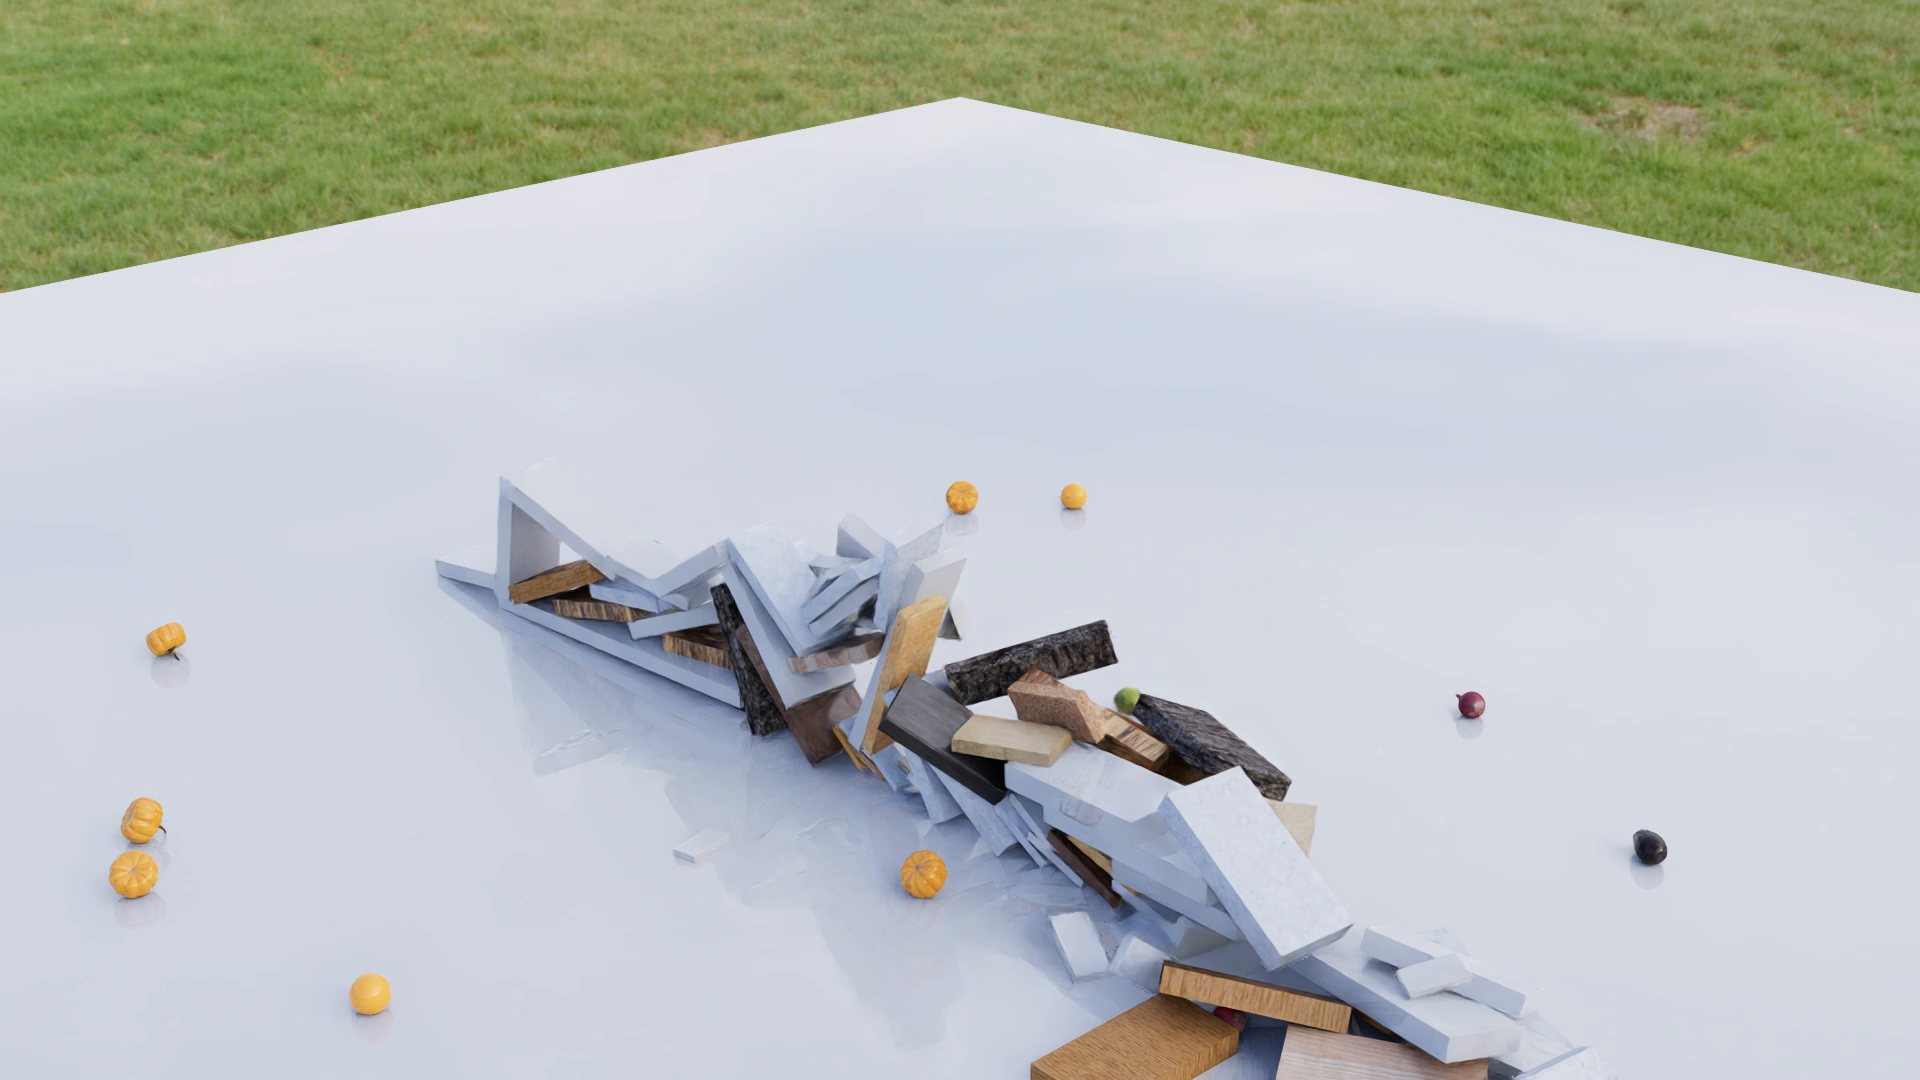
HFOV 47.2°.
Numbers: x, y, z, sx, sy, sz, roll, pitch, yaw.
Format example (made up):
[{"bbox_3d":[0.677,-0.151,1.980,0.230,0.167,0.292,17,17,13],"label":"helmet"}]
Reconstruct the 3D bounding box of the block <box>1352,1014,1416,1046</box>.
[{"bbox_3d":[0.728,0.859,3.703,0.091,0.026,0.182,-2,23,-5],"label":"block"}]

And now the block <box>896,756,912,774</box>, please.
[{"bbox_3d":[-0.072,0.484,4.543,0.111,0.016,0.055,39,39,20],"label":"block"}]

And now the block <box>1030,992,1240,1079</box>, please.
[{"bbox_3d":[0.293,0.864,3.666,0.327,0.046,0.163,-19,29,-37],"label":"block"}]

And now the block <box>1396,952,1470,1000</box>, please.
[{"bbox_3d":[0.789,0.727,3.669,0.106,0.015,0.053,-15,42,-9],"label":"block"}]

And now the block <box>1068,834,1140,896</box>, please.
[{"bbox_3d":[0.303,0.591,4.154,0.096,0.027,0.193,-17,40,-36],"label":"block"}]

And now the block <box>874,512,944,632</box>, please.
[{"bbox_3d":[-0.103,0.065,4.355,0.121,0.243,0.034,-31,58,-34],"label":"block"}]

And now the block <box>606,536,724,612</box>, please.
[{"bbox_3d":[-0.669,0.076,4.985,0.246,0.035,0.123,26,35,26],"label":"block"}]

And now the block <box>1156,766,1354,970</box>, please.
[{"bbox_3d":[0.517,0.572,3.866,0.175,0.050,0.351,-16,58,-34],"label":"block"}]

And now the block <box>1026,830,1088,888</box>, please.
[{"bbox_3d":[0.209,0.603,4.249,0.076,0.022,0.152,-21,50,-41],"label":"block"}]

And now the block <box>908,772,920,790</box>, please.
[{"bbox_3d":[-0.050,0.506,4.497,0.111,0.016,0.055,39,40,24],"label":"block"}]

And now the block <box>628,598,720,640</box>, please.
[{"bbox_3d":[-0.603,0.162,5.016,0.296,0.042,0.148,-12,11,39],"label":"block"}]

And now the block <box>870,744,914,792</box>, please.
[{"bbox_3d":[-0.137,0.470,4.559,0.055,0.016,0.111,-16,50,-31],"label":"block"}]

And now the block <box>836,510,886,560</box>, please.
[{"bbox_3d":[-0.196,0.053,4.742,0.151,0.301,0.043,39,72,11],"label":"block"}]

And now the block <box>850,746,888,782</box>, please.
[{"bbox_3d":[-0.173,0.458,4.609,0.054,0.015,0.109,-21,53,-41],"label":"block"}]

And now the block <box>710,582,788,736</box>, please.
[{"bbox_3d":[-0.419,0.238,4.781,0.167,0.334,0.047,-21,9,-40],"label":"block"}]

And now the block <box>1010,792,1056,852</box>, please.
[{"bbox_3d":[0.168,0.542,4.282,0.076,0.022,0.152,-9,42,-31],"label":"block"}]

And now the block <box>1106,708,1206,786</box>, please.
[{"bbox_3d":[0.409,0.472,4.425,0.047,0.167,0.334,-34,38,-28],"label":"block"}]

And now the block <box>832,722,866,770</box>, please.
[{"bbox_3d":[-0.219,0.429,4.646,0.054,0.015,0.109,-21,69,-41],"label":"block"}]

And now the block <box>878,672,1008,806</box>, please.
[{"bbox_3d":[-0.013,0.393,4.351,0.281,0.040,0.140,34,44,-3],"label":"block"}]

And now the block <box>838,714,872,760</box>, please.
[{"bbox_3d":[-0.199,0.413,4.628,0.054,0.015,0.109,-22,53,-41],"label":"block"}]

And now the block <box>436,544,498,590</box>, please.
[{"bbox_3d":[-1.172,0.067,5.499,0.283,0.040,0.141,11,24,43],"label":"block"}]

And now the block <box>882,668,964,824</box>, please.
[{"bbox_3d":[-0.044,0.416,4.446,0.140,0.281,0.040,-22,0,-41],"label":"block"}]

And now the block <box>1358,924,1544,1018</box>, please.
[{"bbox_3d":[0.841,0.735,3.763,0.288,0.041,0.144,20,3,27],"label":"block"}]

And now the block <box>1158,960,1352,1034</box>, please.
[{"bbox_3d":[0.497,0.774,3.731,0.315,0.045,0.158,12,-6,6],"label":"block"}]

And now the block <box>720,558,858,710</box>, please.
[{"bbox_3d":[-0.364,0.179,4.680,0.167,0.334,0.047,-18,-14,-40],"label":"block"}]

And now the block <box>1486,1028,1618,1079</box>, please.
[{"bbox_3d":[0.975,0.870,3.623,0.194,0.028,0.097,21,35,22],"label":"block"}]

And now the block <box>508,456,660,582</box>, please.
[{"bbox_3d":[-0.875,-0.050,5.124,0.324,0.046,0.162,37,39,10],"label":"block"}]

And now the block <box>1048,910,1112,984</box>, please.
[{"bbox_3d":[0.216,0.732,3.957,0.070,0.020,0.140,-6,42,-17],"label":"block"}]

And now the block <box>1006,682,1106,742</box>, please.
[{"bbox_3d":[0.187,0.338,4.322,0.029,0.104,0.208,-40,25,-30],"label":"block"}]

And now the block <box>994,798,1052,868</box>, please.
[{"bbox_3d":[0.142,0.565,4.305,0.076,0.022,0.152,-22,62,-41],"label":"block"}]

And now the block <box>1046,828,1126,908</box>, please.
[{"bbox_3d":[0.265,0.610,4.192,0.096,0.027,0.193,-21,54,-39],"label":"block"}]

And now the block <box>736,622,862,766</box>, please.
[{"bbox_3d":[-0.327,0.302,4.705,0.167,0.047,0.334,-22,76,-40],"label":"block"}]

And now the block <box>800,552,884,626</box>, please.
[{"bbox_3d":[-0.222,0.094,4.450,0.118,0.033,0.236,-26,-8,-40],"label":"block"}]

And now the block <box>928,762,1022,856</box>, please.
[{"bbox_3d":[0.050,0.484,4.374,0.140,0.040,0.281,-22,66,-41],"label":"block"}]
